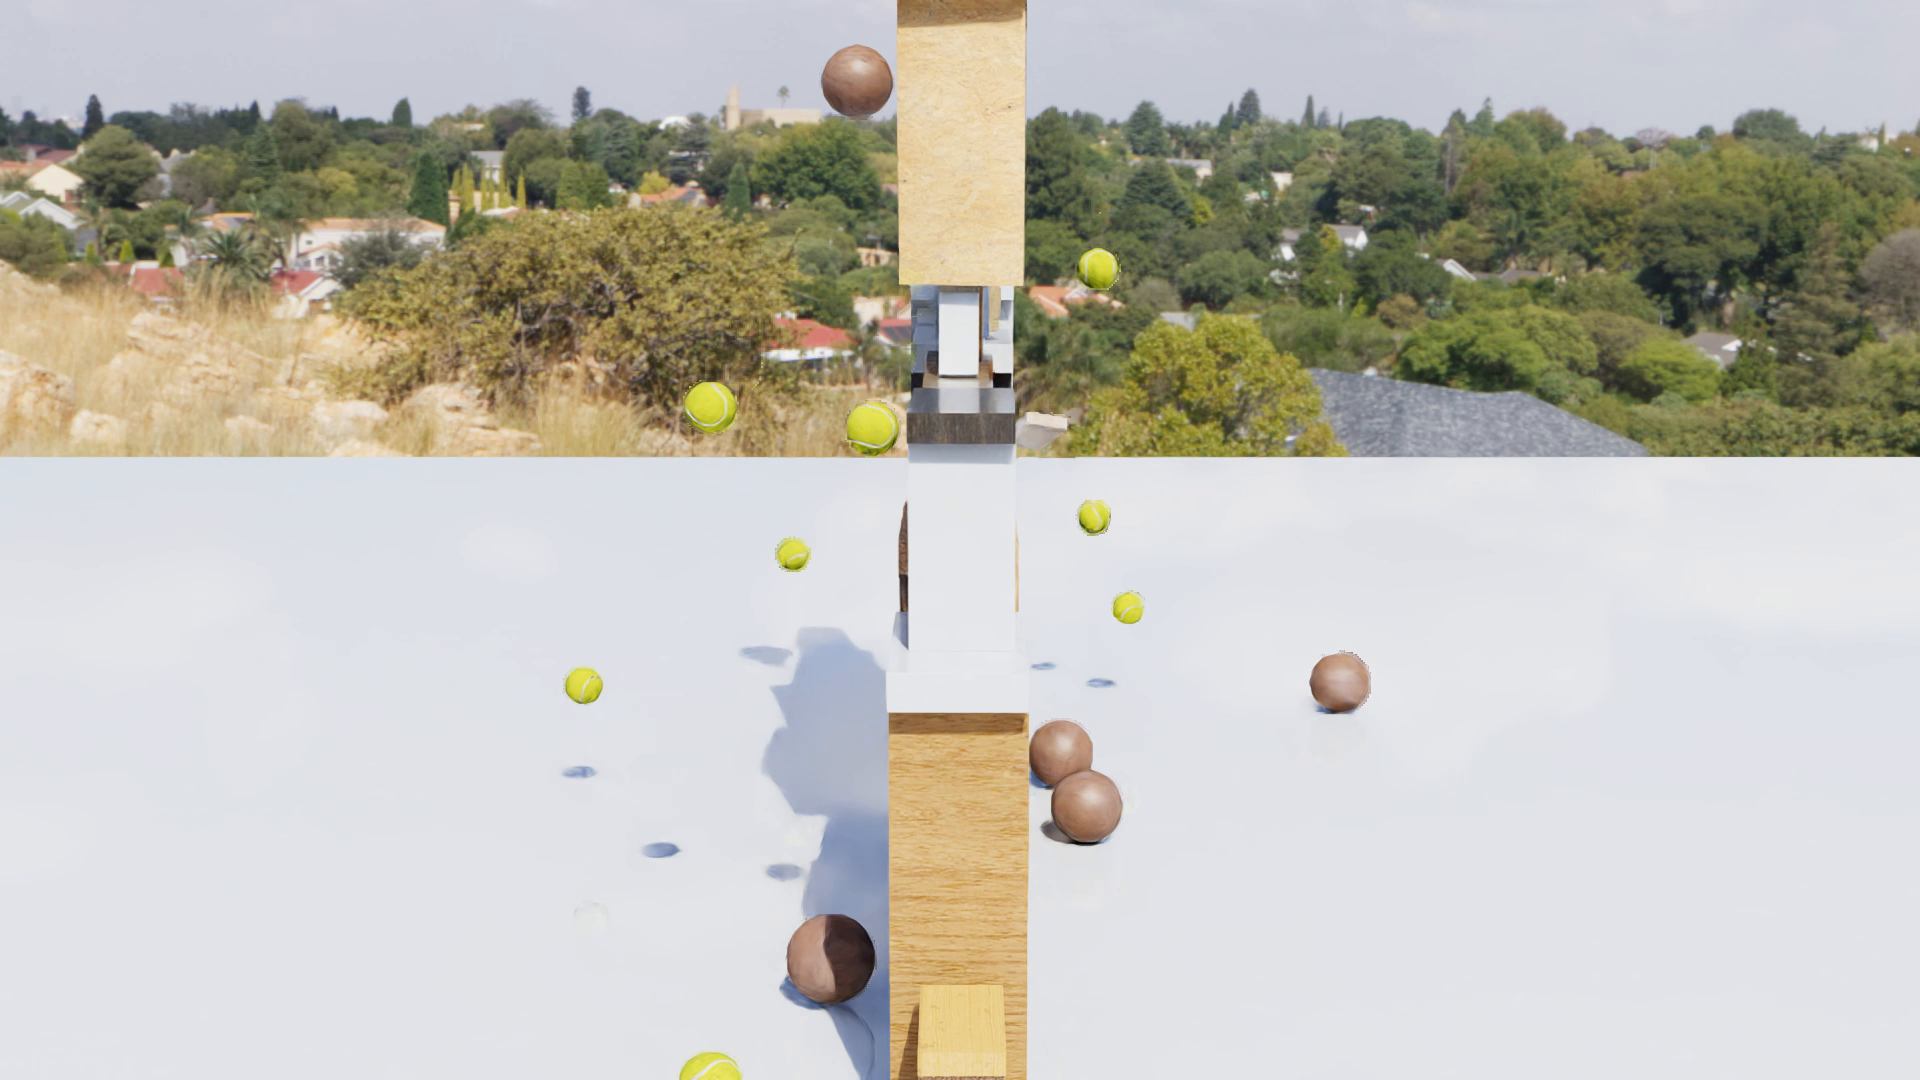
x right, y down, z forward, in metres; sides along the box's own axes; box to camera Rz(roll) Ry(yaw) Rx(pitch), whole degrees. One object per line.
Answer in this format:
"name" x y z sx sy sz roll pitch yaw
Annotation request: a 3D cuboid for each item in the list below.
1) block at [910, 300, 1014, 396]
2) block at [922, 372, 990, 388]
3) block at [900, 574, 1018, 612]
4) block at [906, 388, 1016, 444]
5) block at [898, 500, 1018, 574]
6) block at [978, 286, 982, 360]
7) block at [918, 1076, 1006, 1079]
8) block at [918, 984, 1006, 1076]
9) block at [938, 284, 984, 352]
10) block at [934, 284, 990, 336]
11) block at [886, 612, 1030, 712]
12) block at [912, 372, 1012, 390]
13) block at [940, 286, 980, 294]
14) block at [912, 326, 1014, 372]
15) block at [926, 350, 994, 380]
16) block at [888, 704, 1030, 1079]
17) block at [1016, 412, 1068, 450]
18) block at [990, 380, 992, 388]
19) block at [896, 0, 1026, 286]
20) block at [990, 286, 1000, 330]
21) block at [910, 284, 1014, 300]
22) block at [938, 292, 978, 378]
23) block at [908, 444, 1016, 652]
"block" 0.003 -0.208 3.660 0.168 0.389 0.048 0 11 0
"block" -0.005 -0.205 2.995 0.090 0.025 0.179 0 11 0
"block" -0.001 0.252 3.035 0.161 0.438 0.046 0 11 1
"block" 0.003 -0.158 2.765 0.131 0.037 0.263 0 11 1
"block" -0.002 -0.006 3.095 0.161 0.046 0.321 0 11 0
"block" 0.004 -0.311 3.128 0.054 0.107 0.015 0 10 1
"block" 0.002 0.698 2.538 0.100 0.200 0.028 0 11 0
"block" 0.002 0.574 2.583 0.100 0.028 0.200 0 11 0
"block" 0.001 -0.349 3.243 0.067 0.143 0.019 0 7 2
"block" 0.004 -0.394 3.379 0.081 0.162 0.023 0 7 -8
"block" -0.002 0.151 2.783 0.170 0.048 0.340 0 11 0
"block" 0.002 -0.102 3.363 0.152 0.318 0.043 0 10 0
"block" 0.000 -0.364 3.069 0.054 0.015 0.107 1 19 2
"block" 0.004 -0.298 3.431 0.152 0.043 0.303 0 10 0
"block" 0.000 -0.254 3.189 0.095 0.027 0.189 0 9 0
"block" -0.002 0.475 2.729 0.170 0.569 0.048 0 11 0
"block" 0.149 -0.217 4.382 0.083 0.024 0.167 9 -14 -14
"block" -0.001 -0.135 3.144 0.094 0.189 0.027 0 7 0
"block" 0.003 -0.534 2.958 0.169 0.378 0.048 1 19 4
"block" 0.024 -0.416 3.502 0.081 0.162 0.023 5 8 27
"block" 0.003 -0.443 3.730 0.168 0.048 0.336 0 11 0
"block" -0.001 -0.283 3.028 0.054 0.118 0.015 0 -10 2
"block" 0.002 0.005 2.711 0.131 0.263 0.037 0 13 0
